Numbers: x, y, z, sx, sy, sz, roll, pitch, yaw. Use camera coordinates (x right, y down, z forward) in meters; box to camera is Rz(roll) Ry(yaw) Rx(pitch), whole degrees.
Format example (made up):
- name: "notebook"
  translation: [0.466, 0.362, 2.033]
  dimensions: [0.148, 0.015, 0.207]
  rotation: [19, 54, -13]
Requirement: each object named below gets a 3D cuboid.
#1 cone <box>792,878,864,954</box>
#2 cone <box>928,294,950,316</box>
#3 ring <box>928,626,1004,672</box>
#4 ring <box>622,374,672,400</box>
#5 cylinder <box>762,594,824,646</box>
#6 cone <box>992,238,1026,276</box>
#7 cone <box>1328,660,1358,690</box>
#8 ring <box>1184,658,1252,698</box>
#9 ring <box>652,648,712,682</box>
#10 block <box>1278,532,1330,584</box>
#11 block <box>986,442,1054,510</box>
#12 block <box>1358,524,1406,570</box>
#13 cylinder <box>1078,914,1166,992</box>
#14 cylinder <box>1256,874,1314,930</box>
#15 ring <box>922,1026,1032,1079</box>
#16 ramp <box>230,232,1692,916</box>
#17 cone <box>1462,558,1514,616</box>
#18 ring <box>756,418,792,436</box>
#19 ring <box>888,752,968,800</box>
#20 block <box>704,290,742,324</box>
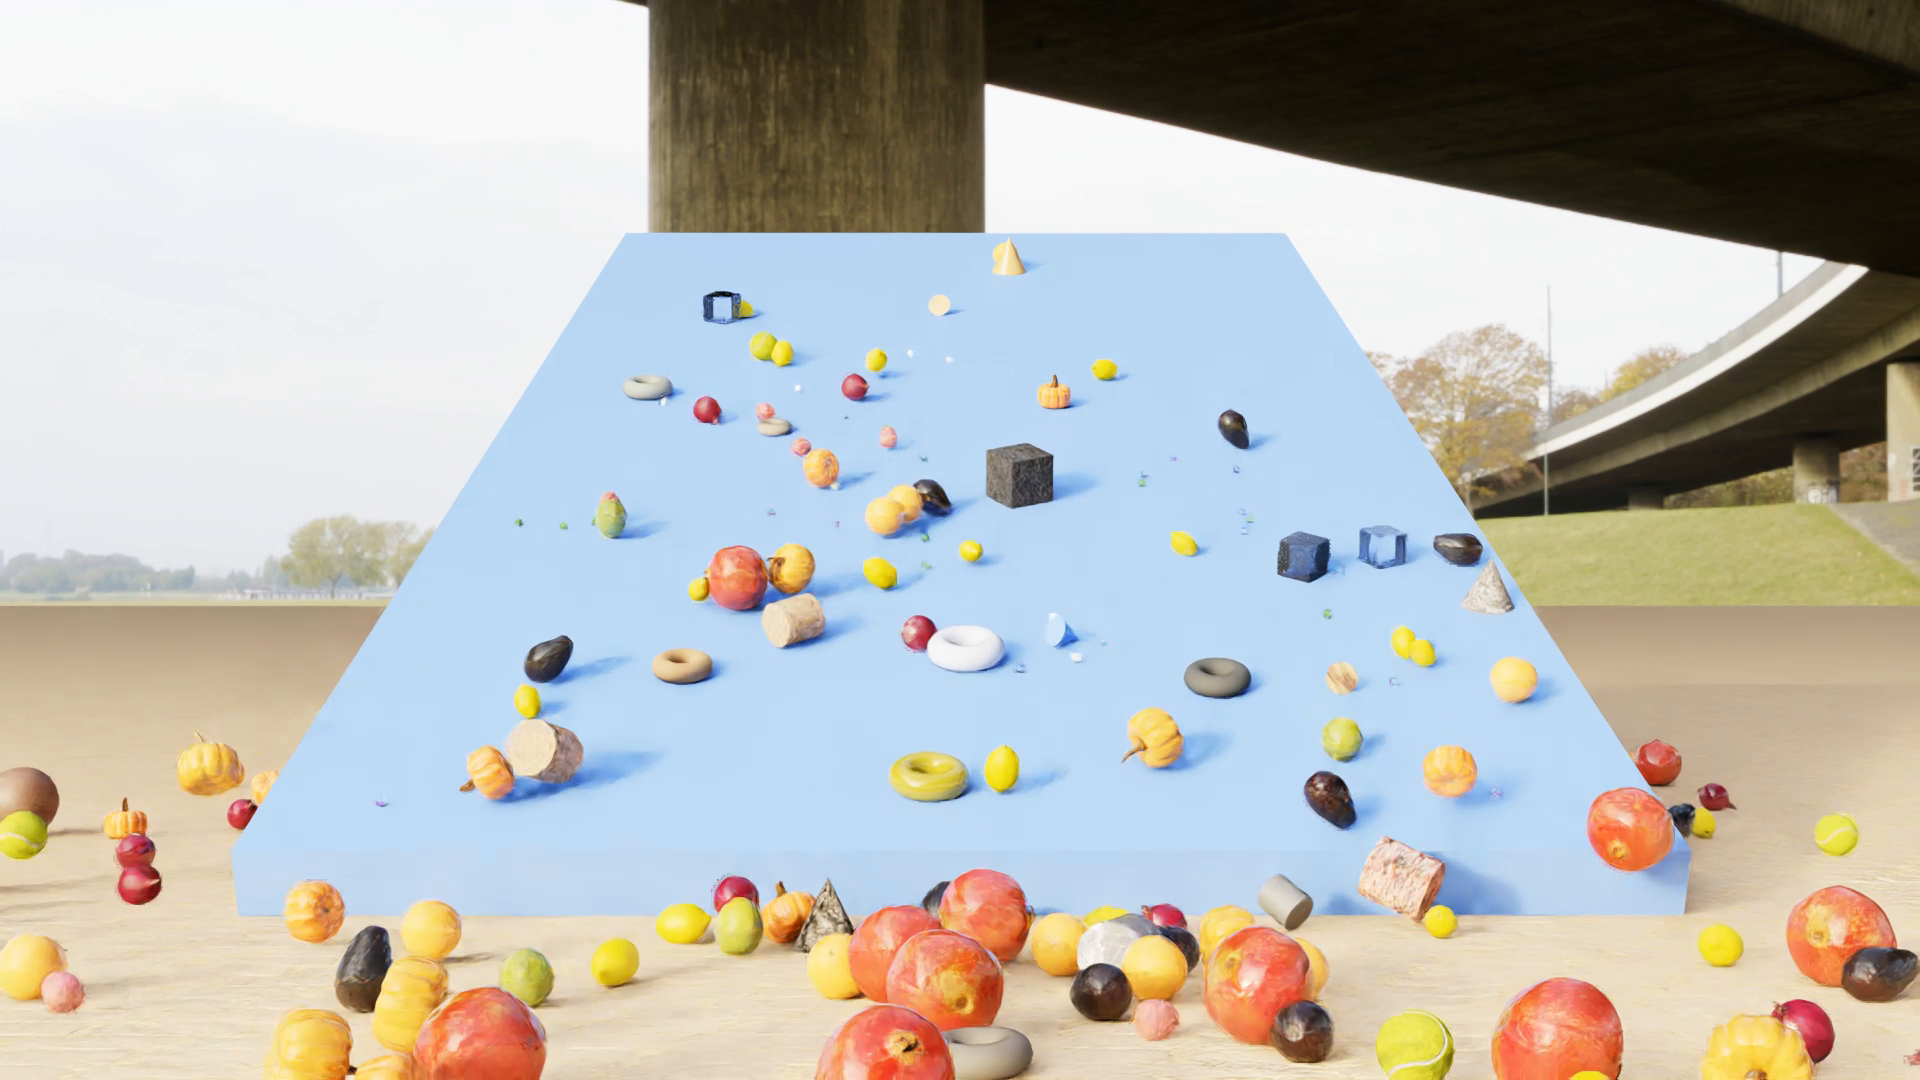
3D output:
- name: "cone"
  translation: [-0.166, 0.467, 2.840]
  dimensions: [0.090, 0.090, 0.090]
  rotation: [0, -2, 0]
- name: "cone"
  translation: [-0.049, -0.610, 5.936]
  dimensions: [0.056, 0.056, 0.056]
  rotation: [0, -7, 10]
- name: "ring"
  translation: [0.010, 0.178, 3.725]
  dimensions: [0.128, 0.043, 0.128]
  rotation: [-1, 21, 0]
- name: "ring"
  translation: [-0.717, -0.351, 5.195]
  dimensions: [0.115, 0.038, 0.115]
  rotation: [1, 20, 0]
- name: "cylinder"
  translation: [-0.279, 0.134, 3.793]
  dimensions: [0.075, 0.075, 0.075]
  rotation: [-16, 9, -40]
- name: "cone"
  translation: [0.139, -0.803, 6.366]
  dimensions: [0.098, 0.098, 0.098]
  rotation: [0, 20, 0]
- name: "cone"
  translation: [0.605, 0.223, 3.630]
  dimensions: [0.052, 0.052, 0.052]
  rotation: [0, -18, -12]
- name: "ring"
  translation: [0.412, 0.220, 3.620]
  dimensions: [0.108, 0.036, 0.108]
  rotation: [-1, 20, 0]
- name: "ring"
  translation: [-0.449, 0.204, 3.666]
  dimensions: [0.098, 0.033, 0.098]
  rotation: [1, 19, 0]
- name: "block"
  translation: [0.622, 0.031, 4.099]
  dimensions: [0.066, 0.066, 0.066]
  rotation: [15, 25, 36]
- name: "block"
  translation: [0.119, -0.128, 4.493]
  dimensions: [0.097, 0.097, 0.097]
  rotation: [-11, 23, -29]
- name: "block"
  translation: [0.776, 0.012, 4.160]
  dimensions: [0.060, 0.060, 0.060]
  rotation: [-9, 22, -23]
- name: "cylinder"
  translation: [0.183, 0.466, 2.563]
  dimensions: [0.077, 0.077, 0.077]
  rotation: [-1, -2, 26]
- name: "cylinder"
  translation: [0.431, 0.480, 2.999]
  dimensions: [0.053, 0.053, 0.053]
  rotation: [2, 28, -47]
- name: "ring"
  translation: [0.016, 0.475, 2.094]
  dimensions: [0.103, 0.034, 0.103]
  rotation: [-3, 1, 0]
- name: "ramp"
  translation: [-0.005, -0.205, 4.998]
  dimensions: [2.000, 0.100, 4.000]
  rotation: [0, 20, 0]
- name: "cone"
  translation: [0.925, 0.071, 3.951]
  dimensions: [0.092, 0.092, 0.092]
  rotation: [0, 20, 0]
- name: "ring"
  translation: [-0.405, -0.246, 4.925]
  dimensions: [0.075, 0.025, 0.075]
  rotation: [1, 19, 0]
- name: "ring"
  translation: [-0.045, 0.342, 3.275]
  dimensions: [0.117, 0.039, 0.117]
  rotation: [1, 19, 0]
- name: "block"
  translation: [-0.613, -0.600, 5.842]
  dimensions: [0.068, 0.068, 0.068]
  rotation: [12, 23, 30]
